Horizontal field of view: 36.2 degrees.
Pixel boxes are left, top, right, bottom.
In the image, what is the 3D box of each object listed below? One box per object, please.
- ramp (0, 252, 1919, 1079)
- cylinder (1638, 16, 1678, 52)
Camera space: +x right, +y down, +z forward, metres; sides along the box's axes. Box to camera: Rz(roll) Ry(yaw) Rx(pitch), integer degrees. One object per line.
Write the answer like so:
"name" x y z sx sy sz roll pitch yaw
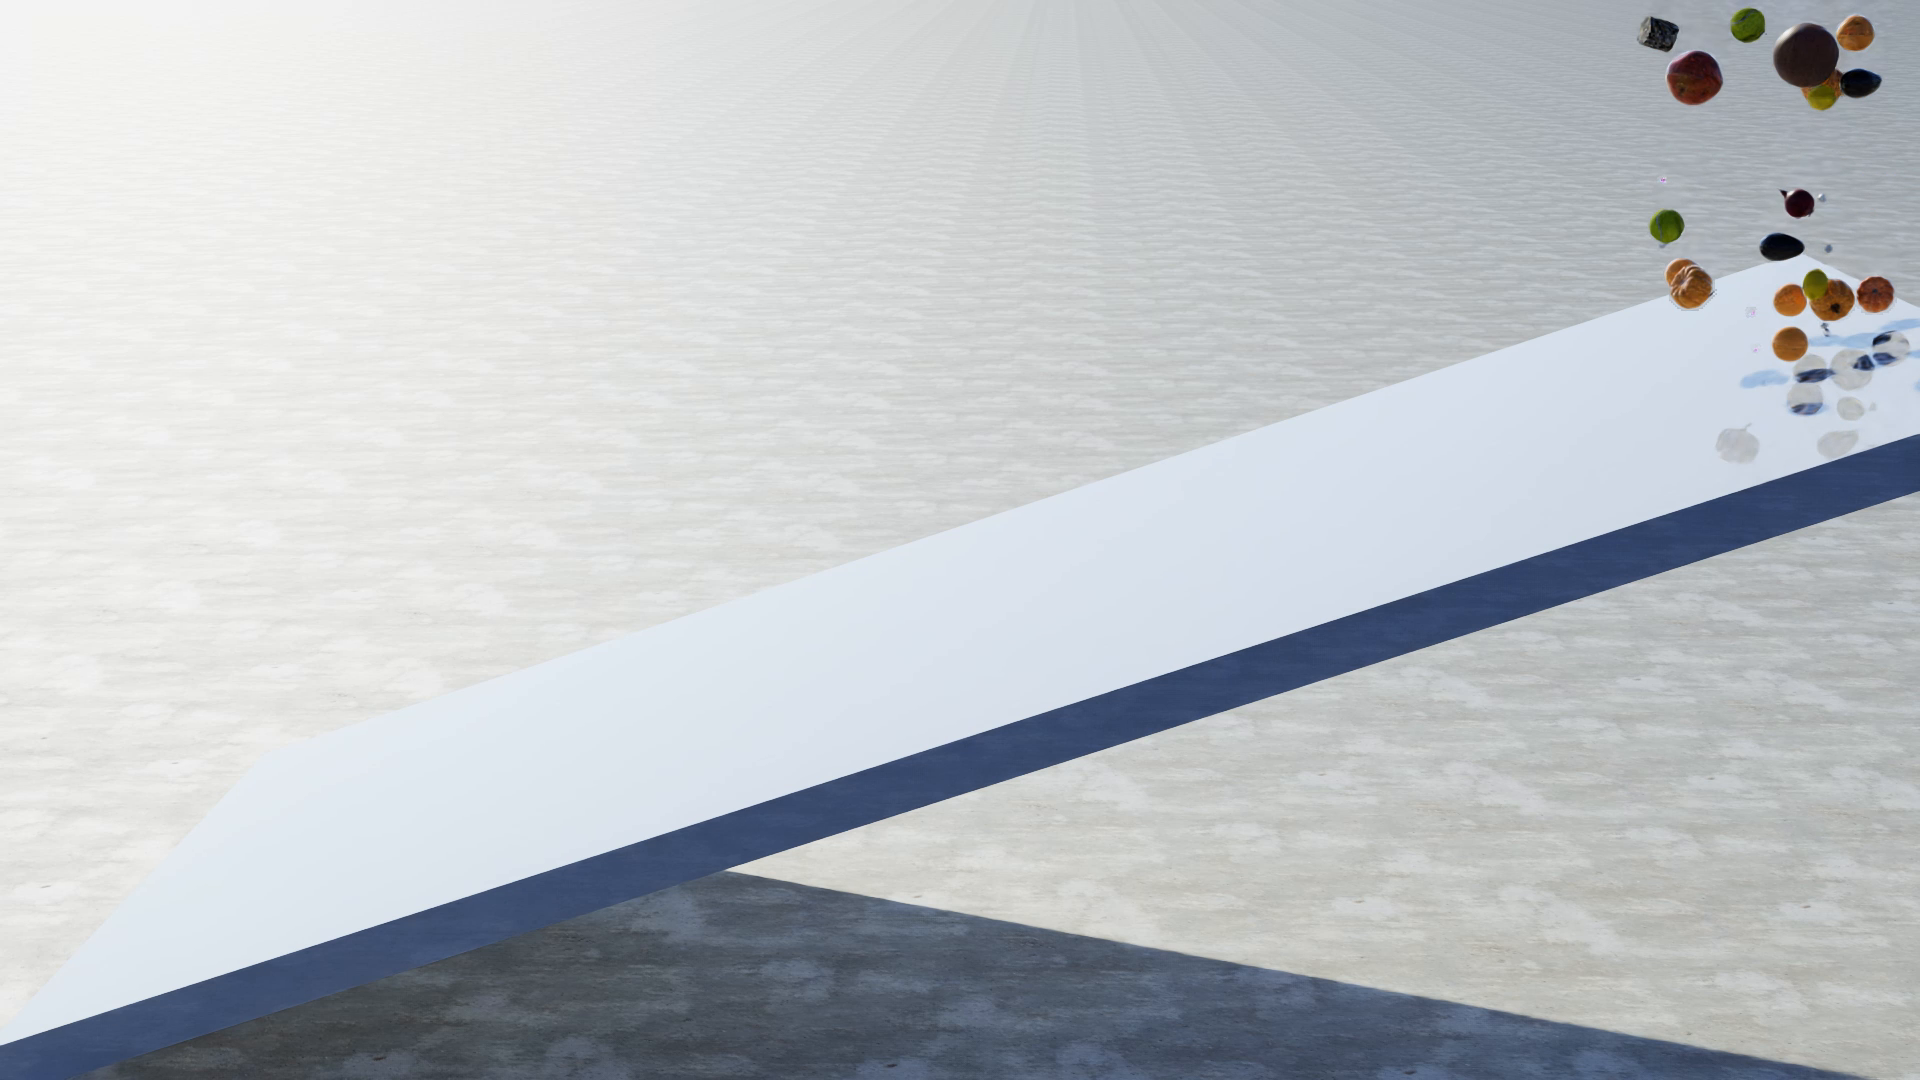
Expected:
"ramp" 0.107 0.180 6.305 4.000 0.100 2.000 -18 11 6
"cylinder" 1.412 -1.024 5.952 0.059 0.059 0.059 14 10 -11
